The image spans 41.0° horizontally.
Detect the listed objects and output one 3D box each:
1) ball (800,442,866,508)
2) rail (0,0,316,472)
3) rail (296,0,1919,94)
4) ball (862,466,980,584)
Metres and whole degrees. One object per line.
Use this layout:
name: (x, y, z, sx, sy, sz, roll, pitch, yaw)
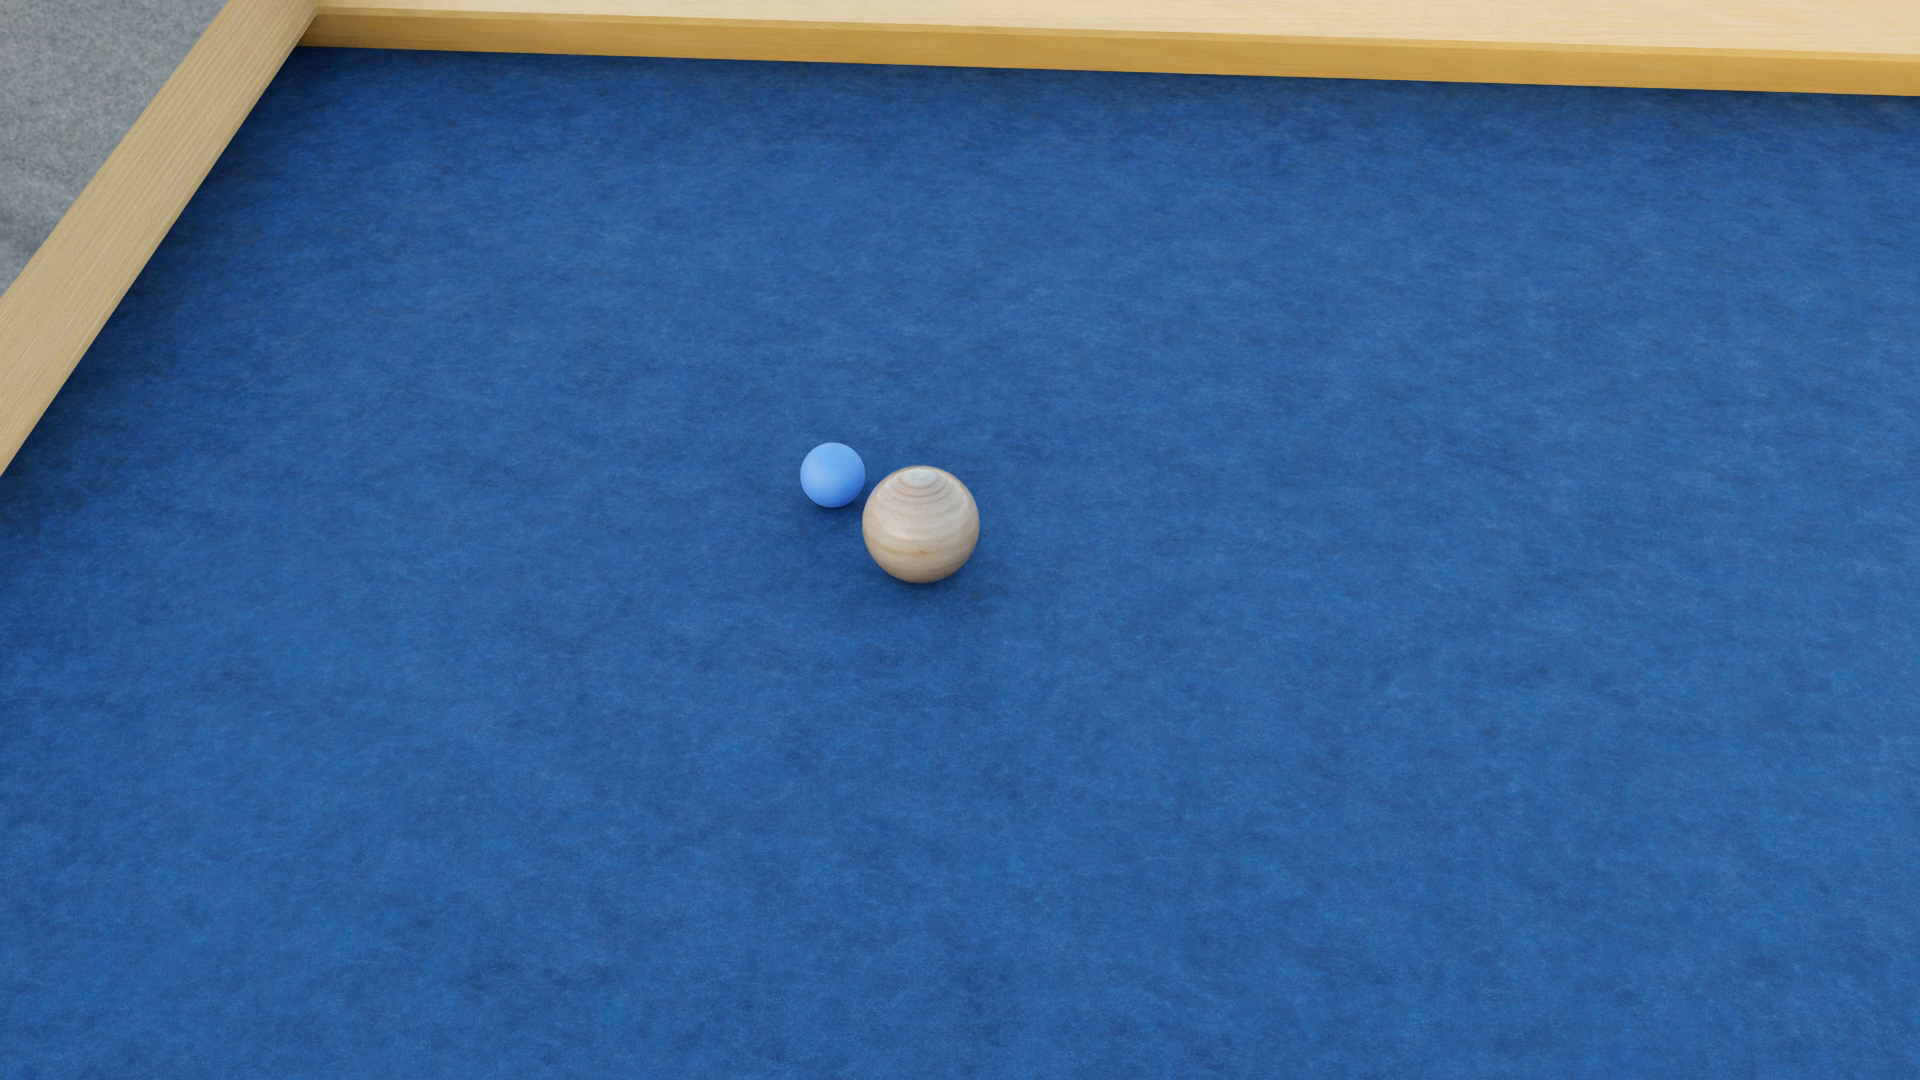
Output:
ball: (-0.097, -0.049, 1.949, 0.050, 0.050, 0.050, 0, 35, 0)
rail: (-0.730, -0.052, 1.892, 0.045, 0.117, 1.775, 2, 35, 3)
rail: (0.817, -0.484, 2.508, 3.022, 0.117, 0.045, 2, 35, 3)
ball: (-0.028, -0.011, 1.863, 0.086, 0.086, 0.086, 0, 35, 0)
